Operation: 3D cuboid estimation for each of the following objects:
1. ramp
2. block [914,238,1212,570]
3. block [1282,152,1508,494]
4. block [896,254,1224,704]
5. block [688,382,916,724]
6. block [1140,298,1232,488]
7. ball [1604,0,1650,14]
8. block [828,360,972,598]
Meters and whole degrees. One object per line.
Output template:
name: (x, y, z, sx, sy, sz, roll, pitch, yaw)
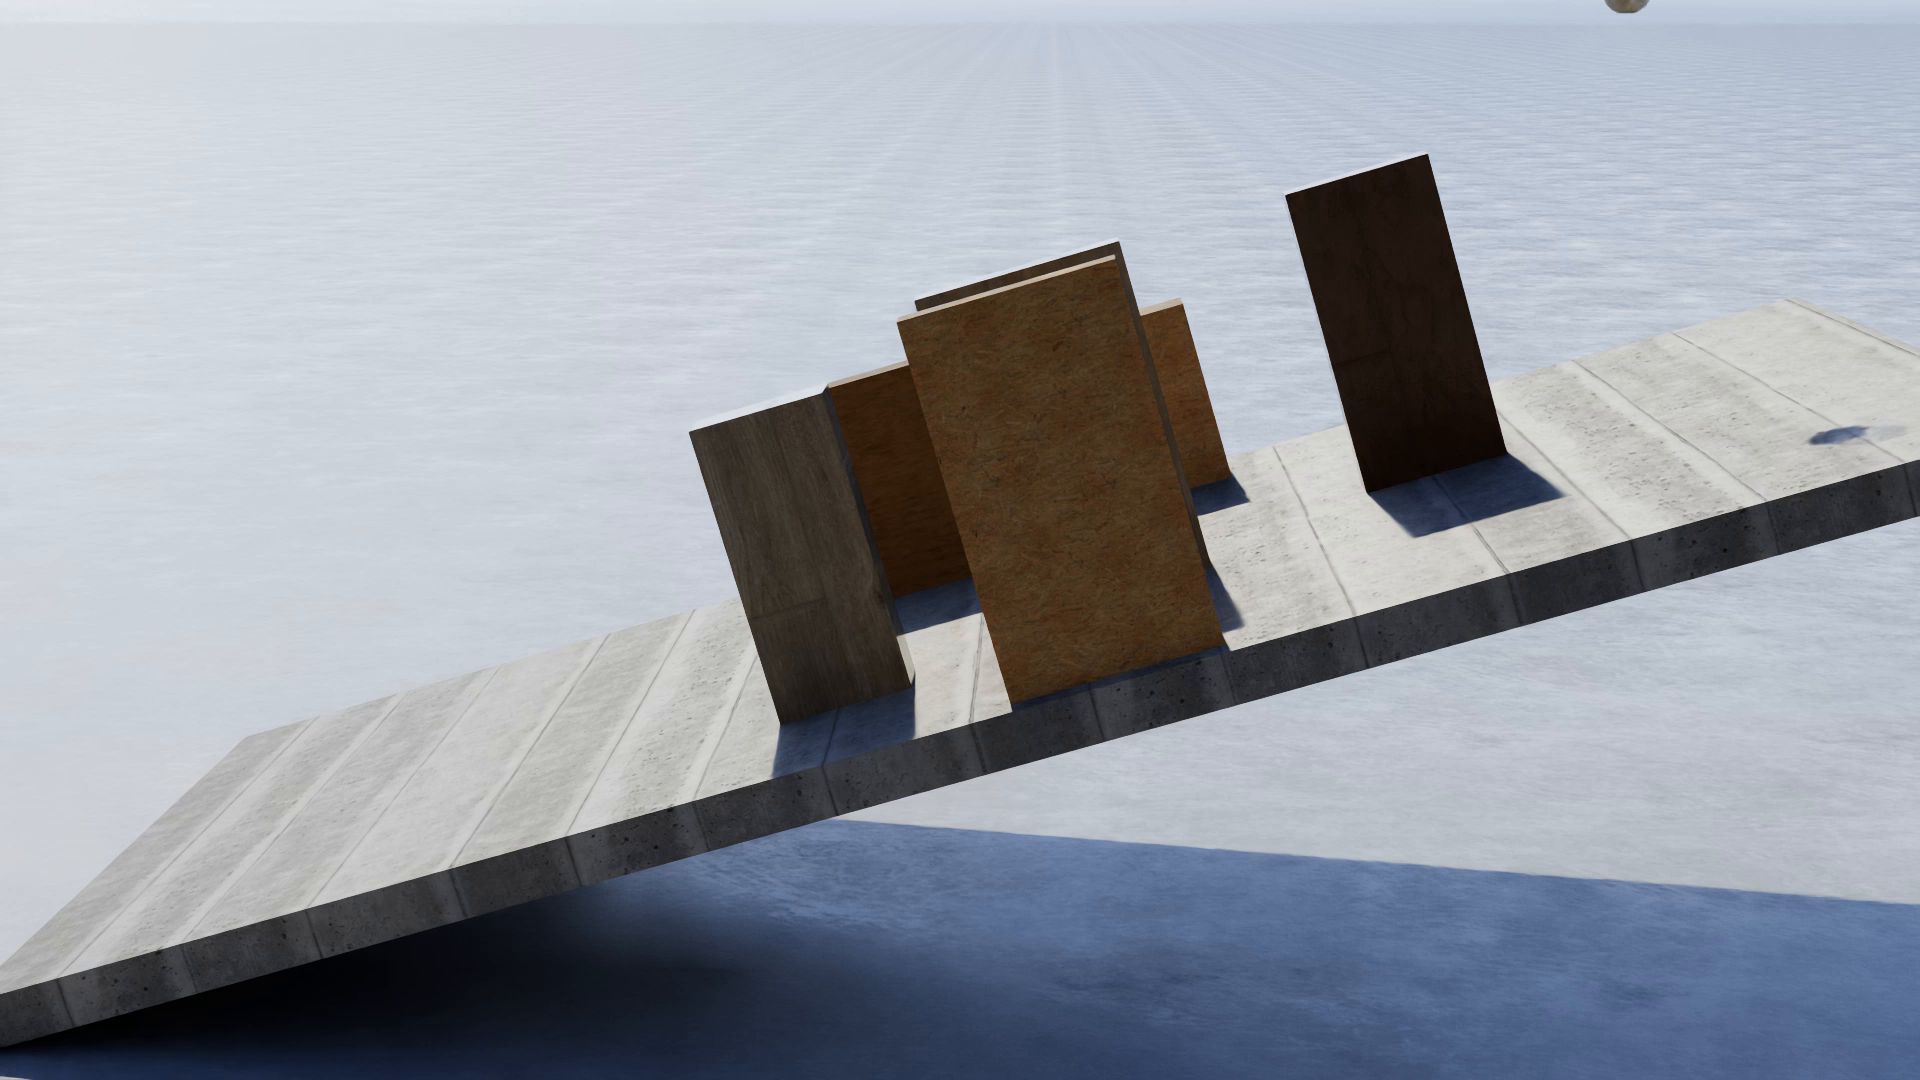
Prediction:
ramp: (0.090, 0.187, 6.320, 4.000, 0.100, 2.000, -16, 10, 5)
block: (0.214, -0.223, 6.042, 0.431, 0.698, 0.098, -16, 10, 5)
block: (0.929, -0.464, 6.292, 0.311, 0.665, 0.091, -16, 10, 5)
block: (0.186, -0.107, 5.347, 0.407, 0.731, 0.083, -16, 10, 5)
block: (-0.307, 0.026, 5.795, 0.270, 0.606, 0.149, -16, 10, 5)
block: (0.444, -0.325, 7.019, 0.295, 0.429, 0.145, -16, 10, 5)
ball: (1.395, -1.154, 6.150, 0.108, 0.108, 0.108, 0, 11, 0)
block: (-0.172, -0.129, 6.731, 0.409, 0.505, 0.111, -16, 10, 5)
